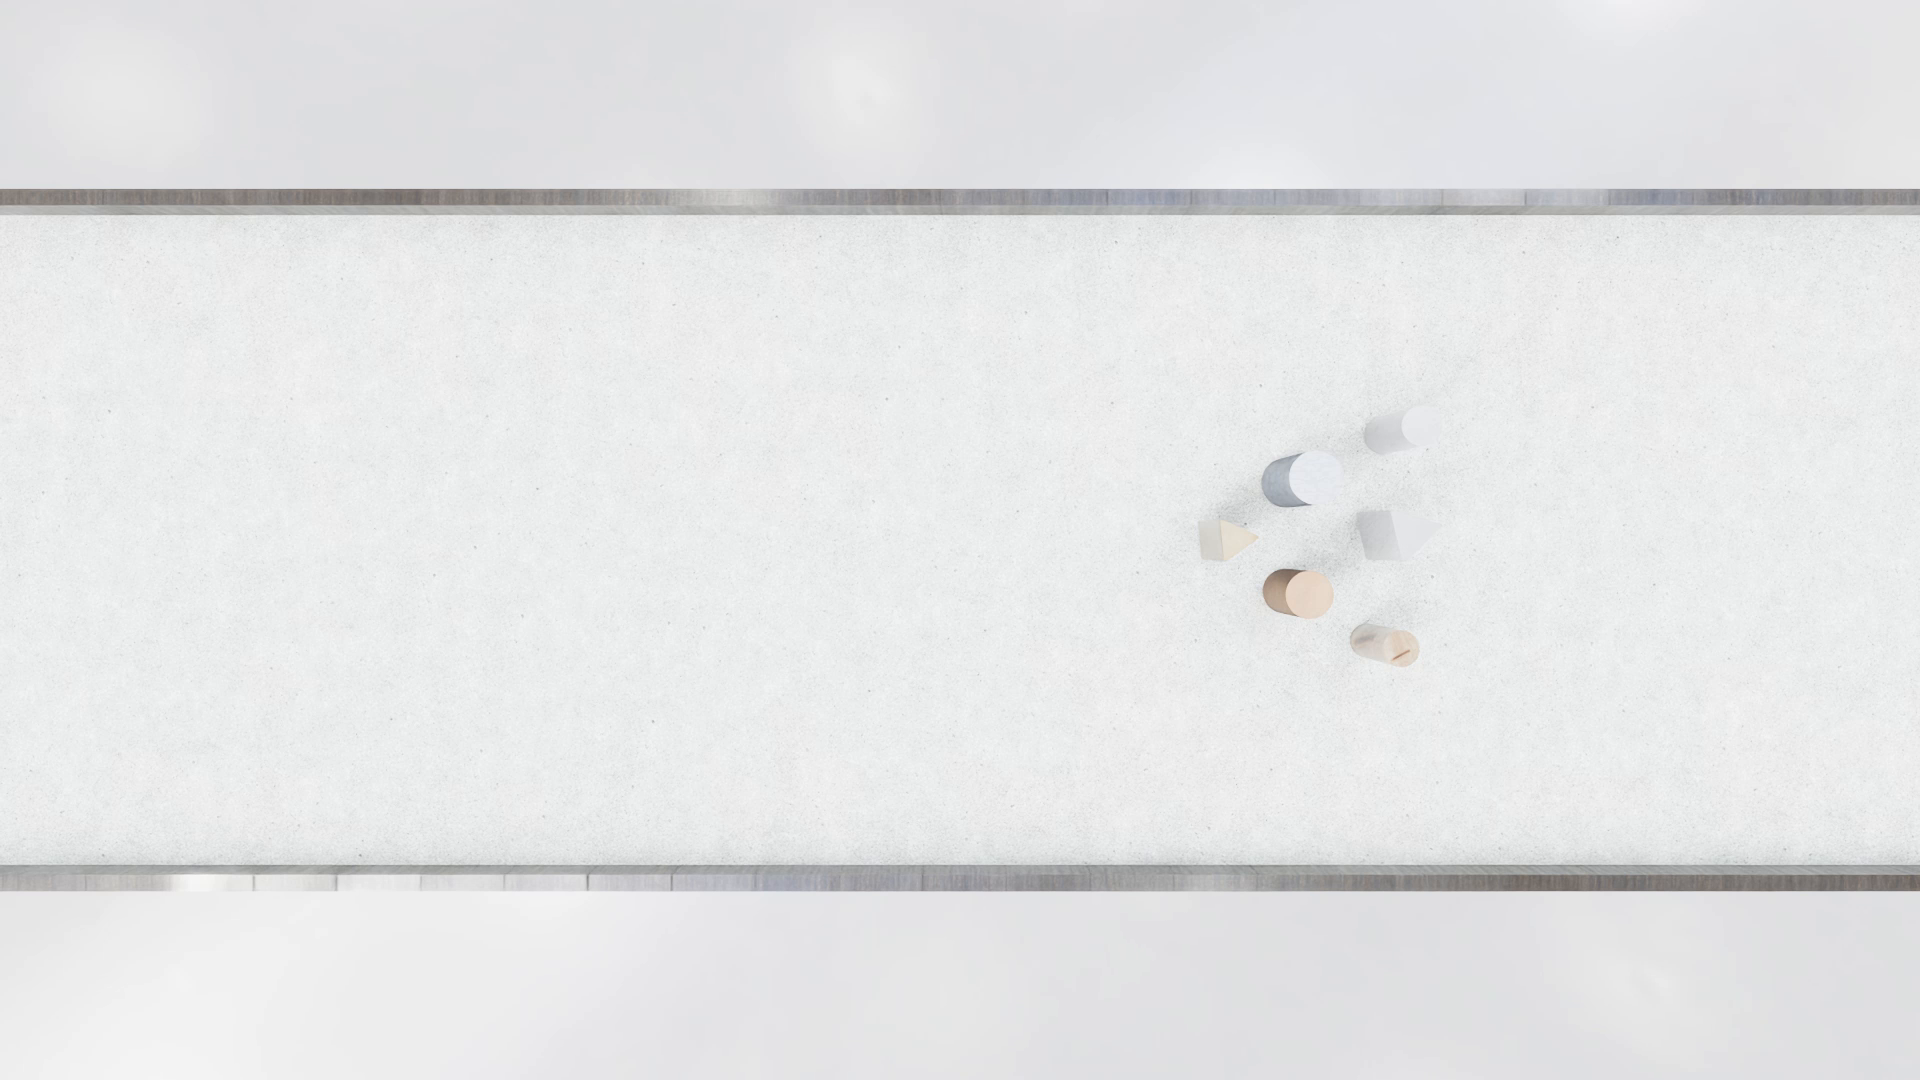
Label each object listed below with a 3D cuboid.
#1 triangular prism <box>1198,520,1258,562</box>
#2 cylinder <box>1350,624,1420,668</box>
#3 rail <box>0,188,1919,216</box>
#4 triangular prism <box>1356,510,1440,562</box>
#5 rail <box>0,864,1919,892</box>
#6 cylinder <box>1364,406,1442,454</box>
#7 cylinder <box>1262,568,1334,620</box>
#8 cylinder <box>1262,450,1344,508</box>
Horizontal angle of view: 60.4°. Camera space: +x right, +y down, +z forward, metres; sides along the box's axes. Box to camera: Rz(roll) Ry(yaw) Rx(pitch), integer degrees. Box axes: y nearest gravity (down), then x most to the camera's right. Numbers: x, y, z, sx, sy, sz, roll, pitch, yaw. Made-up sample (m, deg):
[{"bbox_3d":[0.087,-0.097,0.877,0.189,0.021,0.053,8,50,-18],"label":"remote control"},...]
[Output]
[{"bbox_3d":[0.764,-0.016,4.860,0.117,0.434,0.102,-35,90,0],"label":"triangular prism"},{"bbox_3d":[1.252,0.309,4.877,0.105,0.398,0.105,0,90,0],"label":"cylinder"},{"bbox_3d":[-2.247,-1.025,5.002,12.000,0.150,0.050,0,90,0],"label":"rail"},{"bbox_3d":[1.264,-0.036,4.870,0.148,0.413,0.128,-44,90,0],"label":"triangular prism"},{"bbox_3d":[-2.247,1.025,5.001,12.000,0.150,0.050,0,90,0],"label":"rail"},{"bbox_3d":[1.300,-0.322,4.859,0.116,0.436,0.116,0,90,0],"label":"cylinder"},{"bbox_3d":[1.001,0.157,4.897,0.138,0.359,0.138,0,90,0],"label":"cylinder"},{"bbox_3d":[1.004,-0.176,4.863,0.154,0.428,0.154,0,90,0],"label":"cylinder"}]
